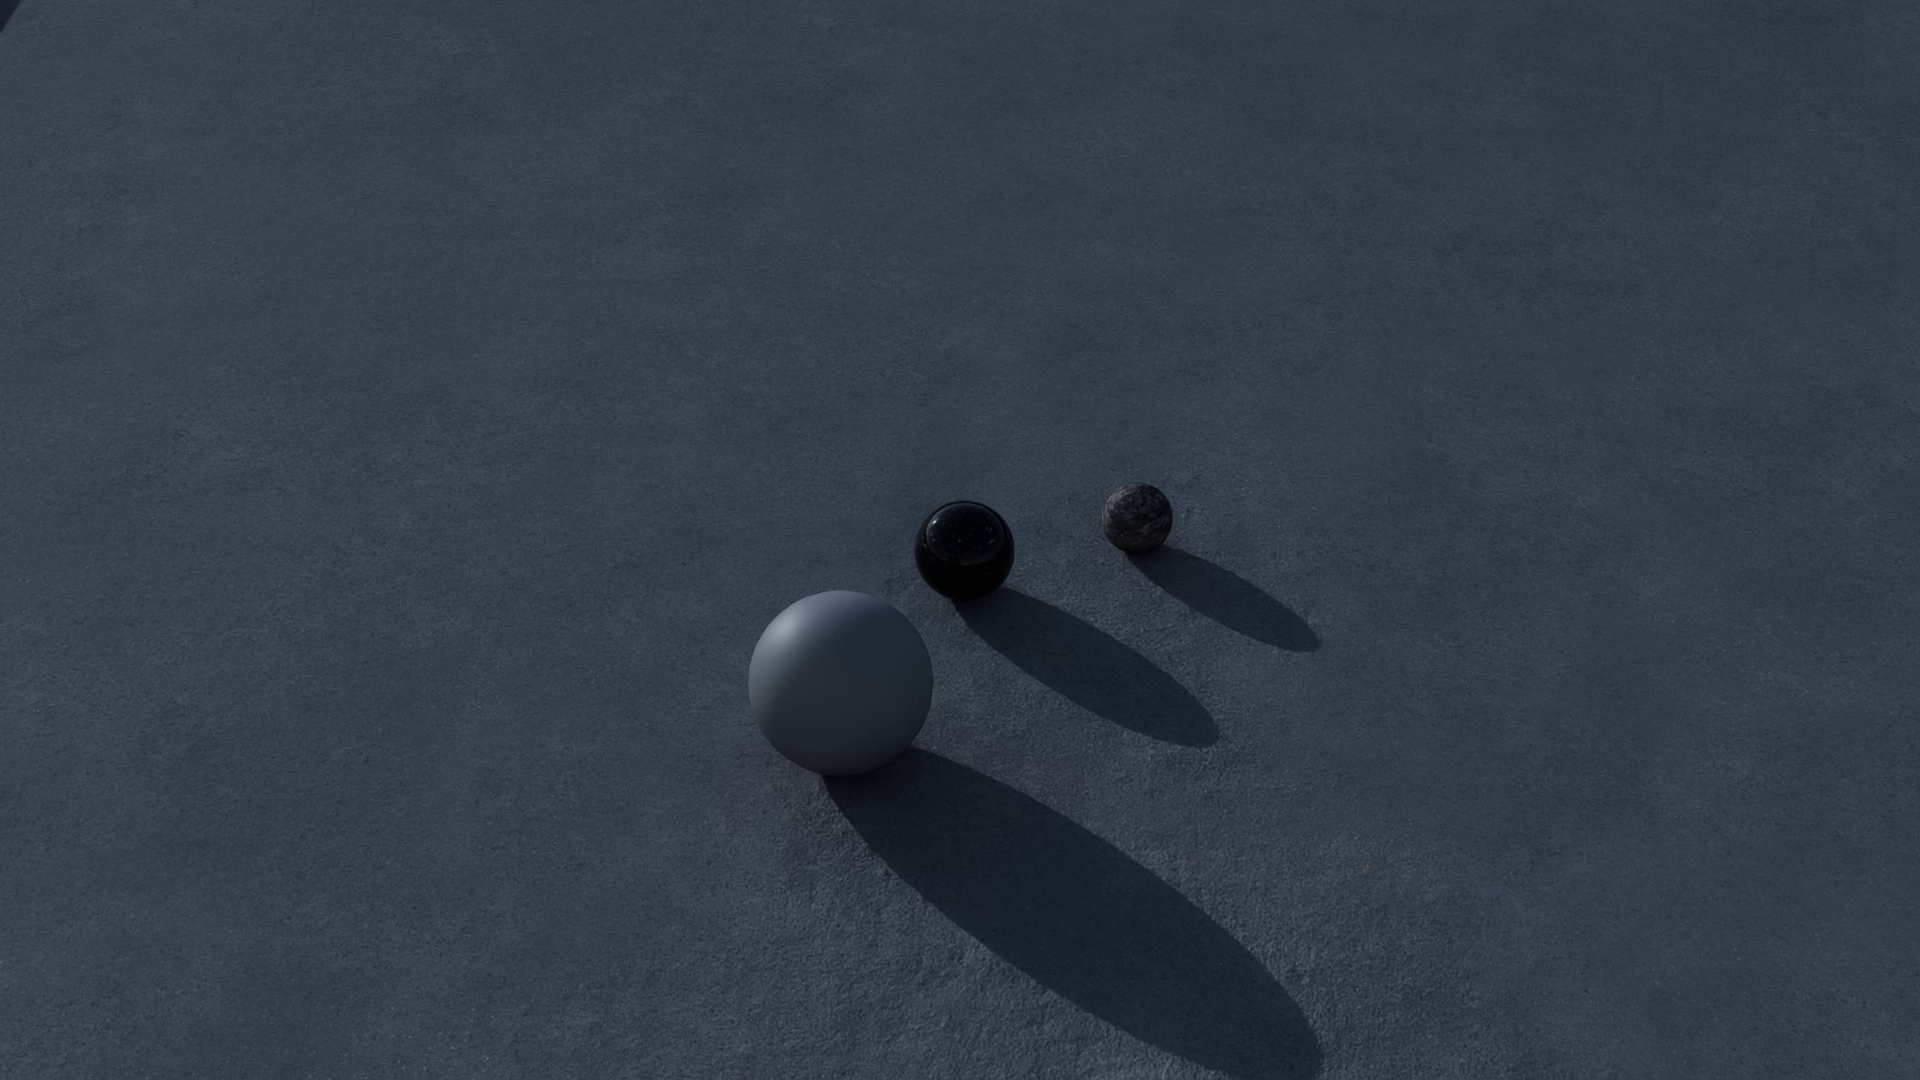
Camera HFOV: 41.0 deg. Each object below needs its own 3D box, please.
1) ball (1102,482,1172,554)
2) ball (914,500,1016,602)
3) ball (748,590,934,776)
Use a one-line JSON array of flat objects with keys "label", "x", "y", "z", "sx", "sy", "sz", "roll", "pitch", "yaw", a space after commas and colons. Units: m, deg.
[{"label": "ball", "x": 0.106, "y": -0.013, "z": 1.535, "sx": 0.043, "sy": 0.043, "sz": 0.043, "roll": 0, "pitch": 37, "yaw": 0}, {"label": "ball", "x": 0.003, "y": 0.006, "z": 1.496, "sx": 0.059, "sy": 0.059, "sz": 0.059, "roll": 0, "pitch": 37, "yaw": 0}, {"label": "ball", "x": -0.064, "y": 0.076, "z": 1.370, "sx": 0.099, "sy": 0.099, "sz": 0.099, "roll": 0, "pitch": 37, "yaw": 0}]
